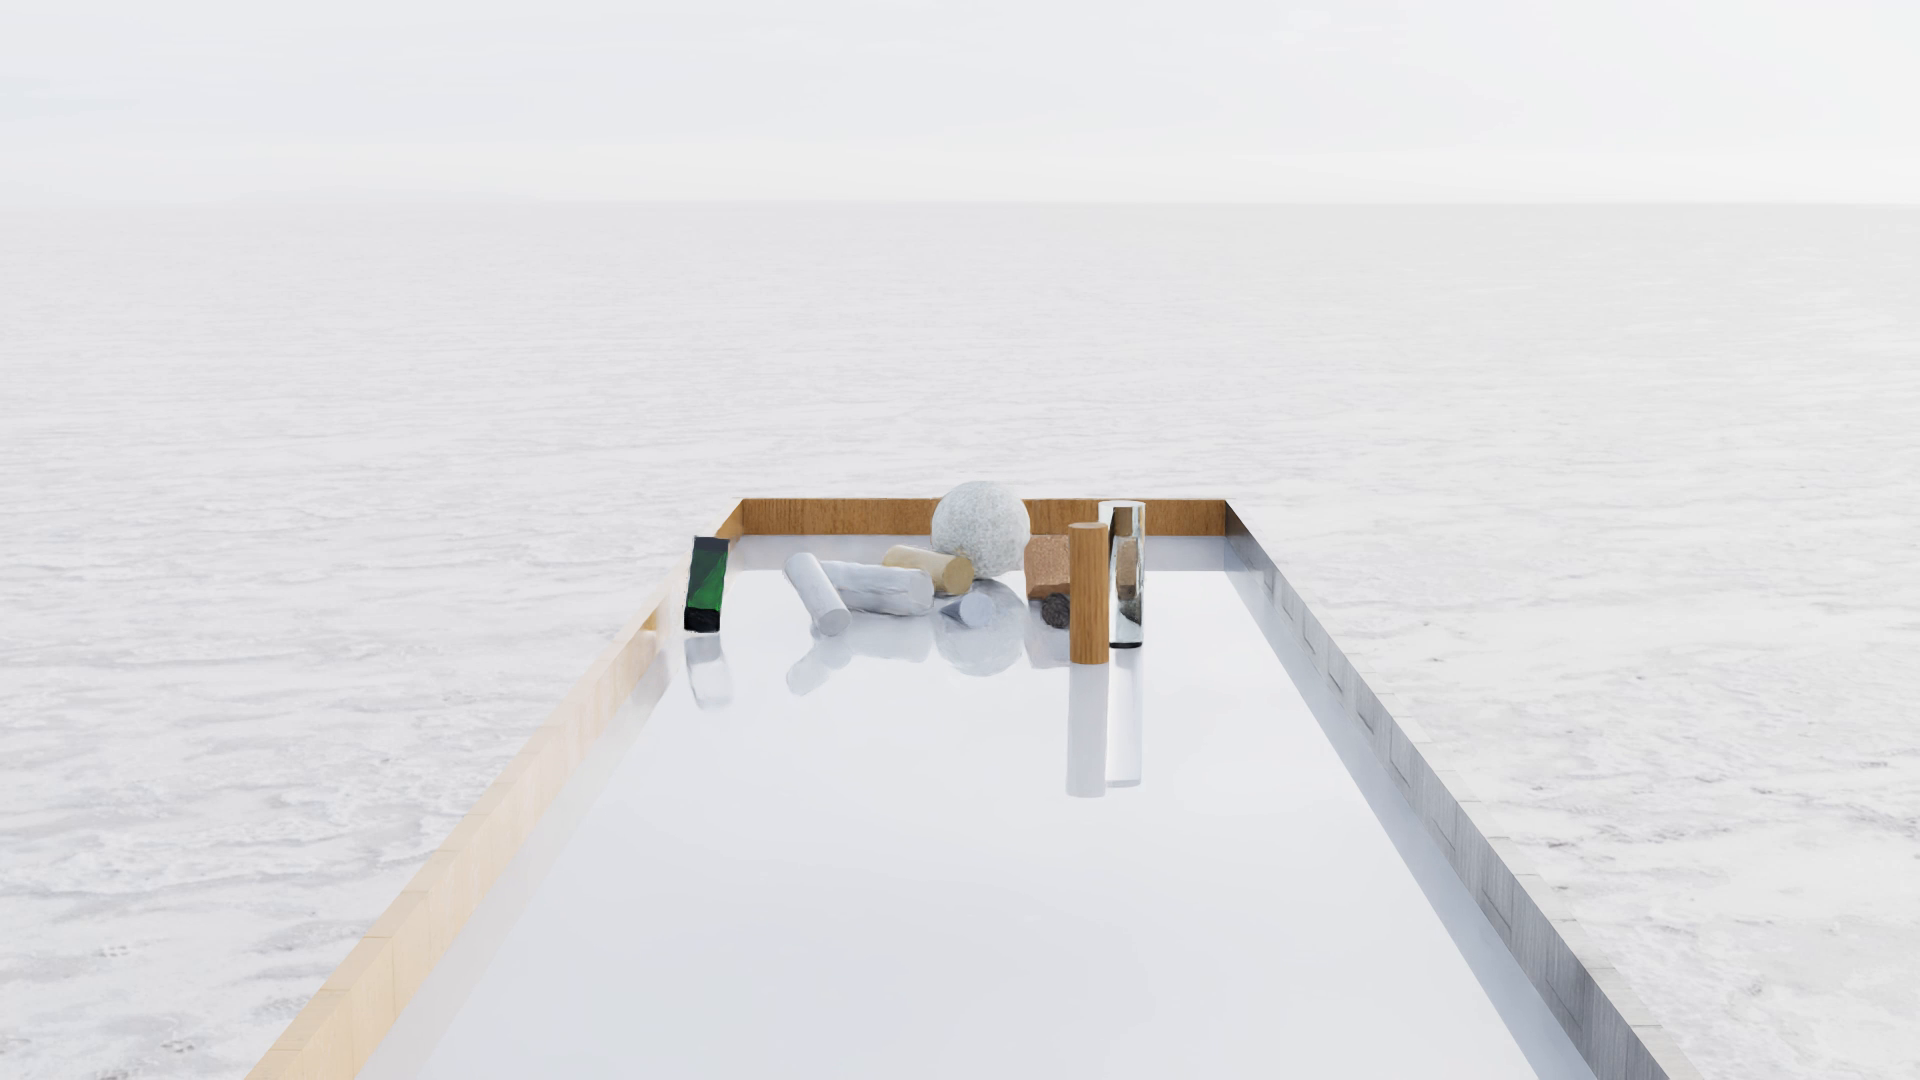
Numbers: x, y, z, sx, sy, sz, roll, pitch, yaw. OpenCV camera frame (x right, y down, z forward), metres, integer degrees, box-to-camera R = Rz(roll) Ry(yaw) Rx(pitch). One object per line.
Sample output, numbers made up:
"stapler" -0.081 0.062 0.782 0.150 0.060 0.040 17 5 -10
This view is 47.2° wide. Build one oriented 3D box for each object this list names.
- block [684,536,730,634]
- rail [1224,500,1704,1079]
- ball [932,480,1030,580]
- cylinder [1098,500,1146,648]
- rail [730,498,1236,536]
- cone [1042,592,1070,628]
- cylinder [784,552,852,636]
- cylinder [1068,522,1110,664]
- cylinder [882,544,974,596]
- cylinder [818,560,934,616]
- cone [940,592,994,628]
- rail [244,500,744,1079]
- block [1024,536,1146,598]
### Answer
"block" -0.824 0.145 7.157 0.113 0.113 0.319 6 45 -5
"rail" 1.046 0.843 3.208 0.050 0.150 12.000 0 9 1
"ball" 0.078 -0.038 8.081 0.366 0.366 0.366 0 9 0
"cylinder" 0.505 0.108 6.900 0.146 0.448 0.146 0 9 0
"rail" 0.099 -0.098 9.147 2.100 0.150 0.050 0 9 1
"cone" 0.447 0.230 7.375 0.116 0.116 0.458 6 4 35
"cylinder" -0.463 0.174 7.139 0.112 0.112 0.304 -5 38 -28
"cylinder" 0.392 0.160 6.663 0.121 0.415 0.121 -1 9 0
"cylinder" -0.116 0.107 7.889 0.138 0.138 0.351 -7 12 -39
"cylinder" -0.300 0.163 7.474 0.396 0.158 0.158 5 10 31
"cone" -0.011 0.234 7.344 0.120 0.120 0.343 -4 0 -23
"rail" -1.004 0.839 3.234 0.050 0.150 12.000 0 9 1
"block" 0.433 0.092 7.686 0.388 0.174 0.174 -1 -17 -9
